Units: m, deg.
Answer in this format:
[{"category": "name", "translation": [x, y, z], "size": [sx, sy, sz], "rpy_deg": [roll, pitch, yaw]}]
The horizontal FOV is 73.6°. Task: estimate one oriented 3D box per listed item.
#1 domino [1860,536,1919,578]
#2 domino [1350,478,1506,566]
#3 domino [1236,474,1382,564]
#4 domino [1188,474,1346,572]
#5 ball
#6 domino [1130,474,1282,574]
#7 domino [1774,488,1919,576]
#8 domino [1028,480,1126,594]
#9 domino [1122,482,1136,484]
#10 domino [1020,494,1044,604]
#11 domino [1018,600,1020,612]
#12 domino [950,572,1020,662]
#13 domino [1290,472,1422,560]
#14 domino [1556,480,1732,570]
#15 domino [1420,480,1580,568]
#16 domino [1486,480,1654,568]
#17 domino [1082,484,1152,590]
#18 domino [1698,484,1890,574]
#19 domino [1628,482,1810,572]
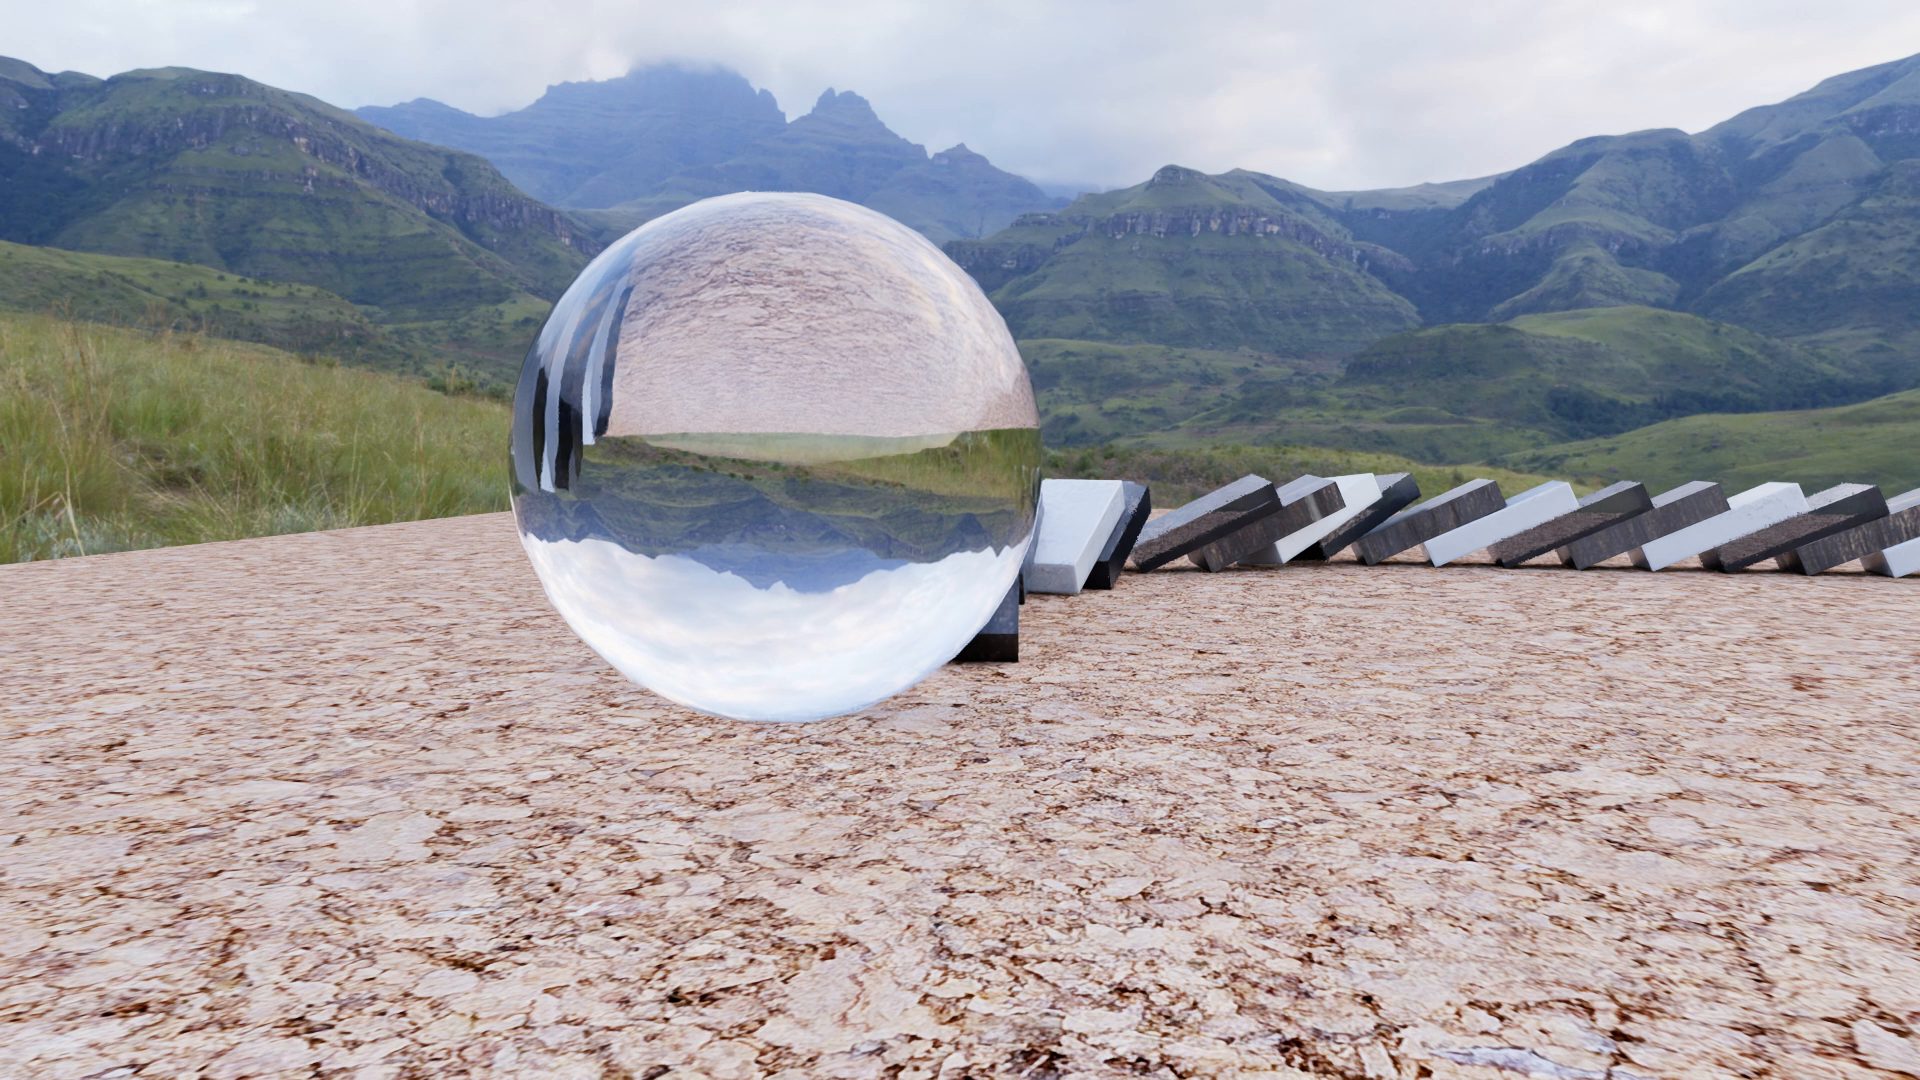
[{"category": "domino", "translation": [0.319, -0.003, 0.411], "size": [0.050, 0.009, 0.025], "rpy_deg": [-24, -2, 17]}, {"category": "domino", "translation": [0.164, -0.006, 0.454], "size": [0.050, 0.009, 0.025], "rpy_deg": [-25, 0, 10]}, {"category": "domino", "translation": [0.121, -0.007, 0.450], "size": [0.050, 0.009, 0.025], "rpy_deg": [-30, 11, -24]}, {"category": "domino", "translation": [0.102, -0.006, 0.435], "size": [0.050, 0.009, 0.025], "rpy_deg": [-26, 10, -2]}, {"category": "ball", "translation": [-0.027, -0.012, 0.197], "size": [0.080, 0.080, 0.080], "rpy_deg": [0, 4, 0]}, {"category": "domino", "translation": [0.081, -0.006, 0.431], "size": [0.050, 0.010, 0.025], "rpy_deg": [-25, 10, 2]}, {"category": "domino", "translation": [0.297, -0.003, 0.419], "size": [0.050, 0.010, 0.025], "rpy_deg": [-23, -2, 15]}, {"category": "domino", "translation": [0.030, -0.002, 0.380], "size": [0.025, 0.010, 0.050], "rpy_deg": [2, 31, 23]}, {"category": "domino", "translation": [0.042, -0.004, 0.424], "size": [0.025, 0.009, 0.050], "rpy_deg": [3, 30, 15]}, {"category": "domino", "translation": [0.008, 0.000, 0.361], "size": [0.025, 0.010, 0.050], "rpy_deg": [1, 30, 10]}, {"category": "domino", "translation": [0.000, 0.000, 0.277], "size": [0.025, 0.050, 0.010], "rpy_deg": [0, -39, 3]}, {"category": "domino", "translation": [0.000, 0.001, 0.264], "size": [0.025, 0.050, 0.009], "rpy_deg": [0, -39, 3]}, {"category": "domino", "translation": [0.139, -0.008, 0.464], "size": [0.050, 0.009, 0.025], "rpy_deg": [-30, 11, -23]}, {"category": "domino", "translation": [0.231, -0.005, 0.437], "size": [0.050, 0.010, 0.025], "rpy_deg": [-25, -2, 14]}, {"category": "domino", "translation": [0.187, -0.006, 0.448], "size": [0.050, 0.010, 0.025], "rpy_deg": [-25, -2, 14]}, {"category": "domino", "translation": [0.209, -0.005, 0.442], "size": [0.050, 0.010, 0.025], "rpy_deg": [-25, -2, 14]}, {"category": "domino", "translation": [0.041, -0.002, 0.398], "size": [0.025, 0.010, 0.050], "rpy_deg": [2, 29, 23]}, {"category": "domino", "translation": [0.274, -0.004, 0.425], "size": [0.050, 0.010, 0.025], "rpy_deg": [-24, -2, 15]}, {"category": "domino", "translation": [0.253, -0.005, 0.431], "size": [0.050, 0.009, 0.025], "rpy_deg": [-25, -3, 14]}]
